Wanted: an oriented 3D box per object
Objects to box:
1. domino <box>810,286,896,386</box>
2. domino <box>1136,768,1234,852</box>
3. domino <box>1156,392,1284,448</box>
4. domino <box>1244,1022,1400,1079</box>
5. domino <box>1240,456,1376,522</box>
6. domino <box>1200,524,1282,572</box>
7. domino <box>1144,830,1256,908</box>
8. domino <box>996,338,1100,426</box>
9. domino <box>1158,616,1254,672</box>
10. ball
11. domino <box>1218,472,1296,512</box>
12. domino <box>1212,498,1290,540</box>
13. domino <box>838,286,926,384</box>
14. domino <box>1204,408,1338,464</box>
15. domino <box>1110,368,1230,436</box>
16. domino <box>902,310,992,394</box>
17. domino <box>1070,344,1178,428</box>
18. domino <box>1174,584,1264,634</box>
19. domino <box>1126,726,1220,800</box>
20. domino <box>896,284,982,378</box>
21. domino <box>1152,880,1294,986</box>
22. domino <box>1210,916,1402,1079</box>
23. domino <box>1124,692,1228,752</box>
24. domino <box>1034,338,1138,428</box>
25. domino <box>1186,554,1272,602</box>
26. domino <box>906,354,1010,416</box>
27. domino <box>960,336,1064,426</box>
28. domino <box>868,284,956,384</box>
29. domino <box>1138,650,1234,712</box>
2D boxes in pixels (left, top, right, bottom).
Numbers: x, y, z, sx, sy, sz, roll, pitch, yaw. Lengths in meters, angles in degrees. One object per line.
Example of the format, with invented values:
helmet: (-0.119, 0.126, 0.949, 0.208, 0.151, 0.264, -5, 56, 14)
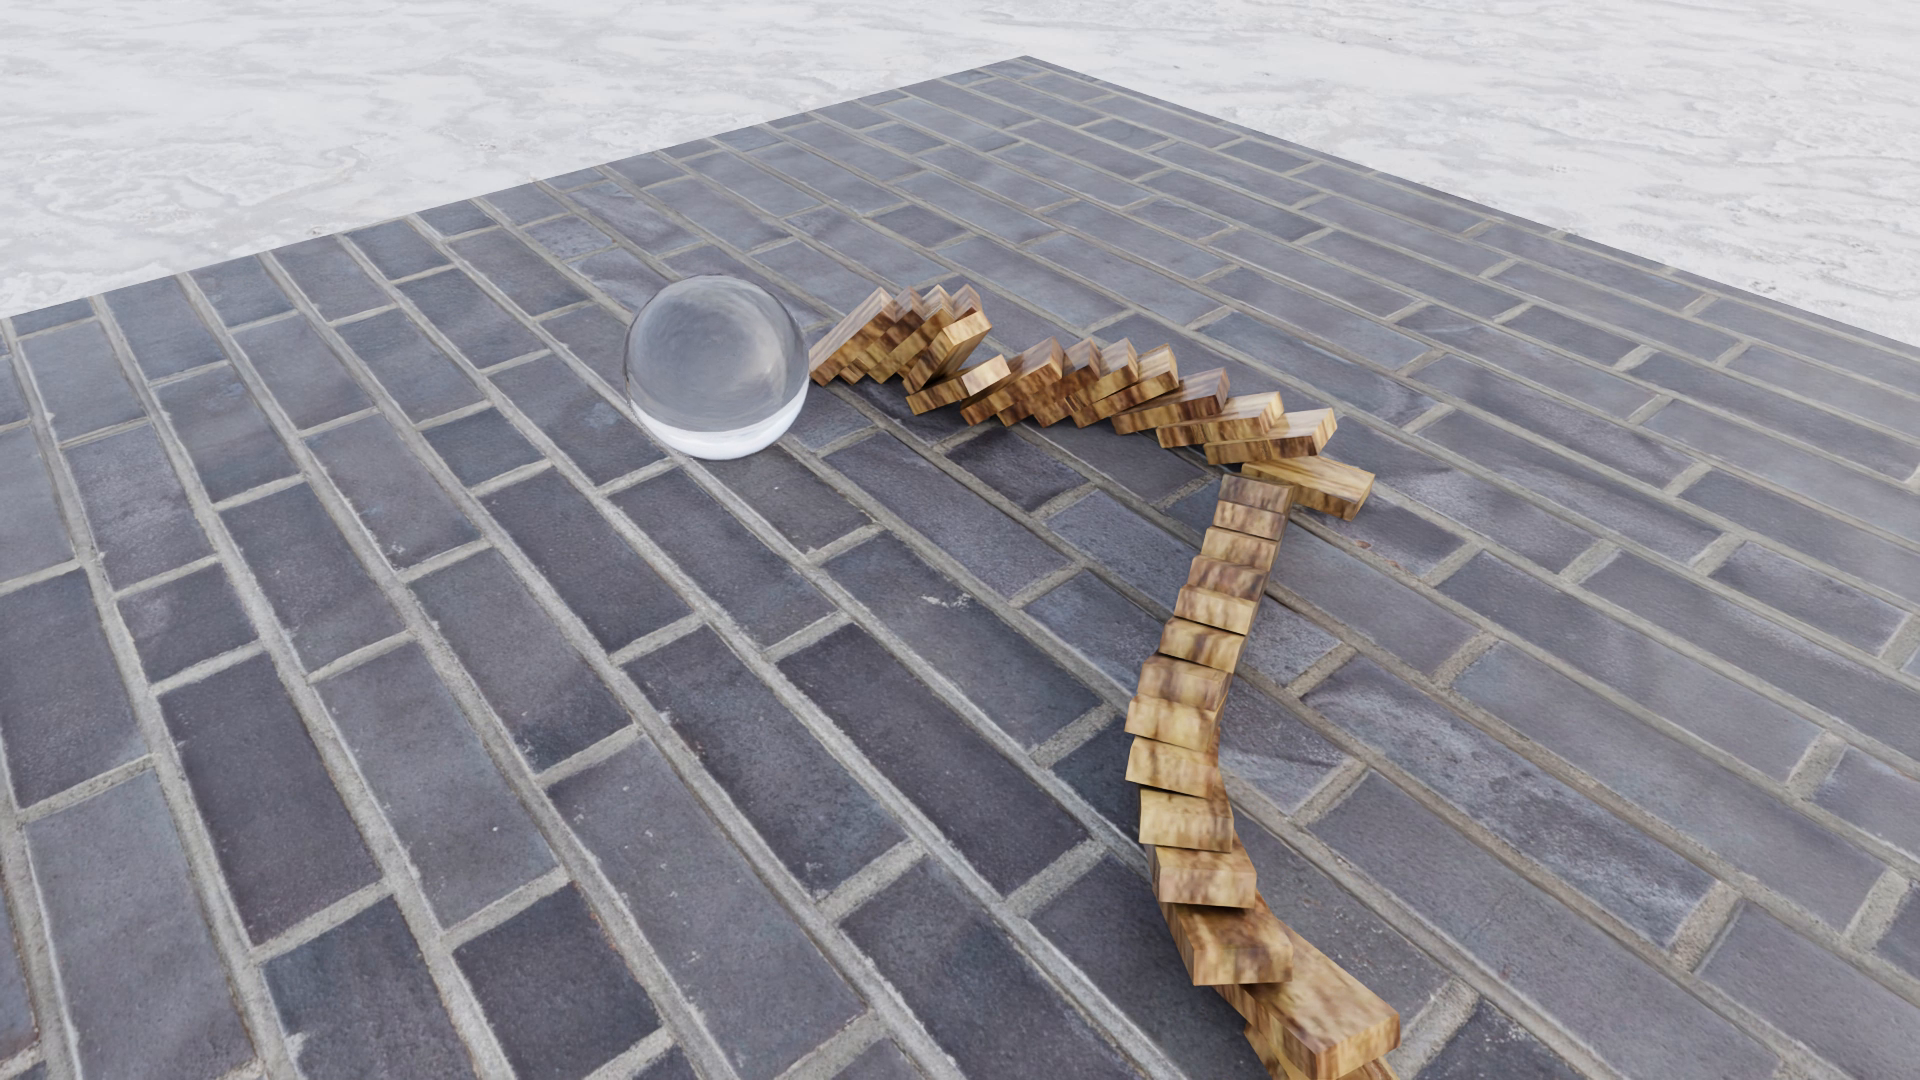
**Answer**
domino: (-0.053, -0.100, 0.541, 0.050, 0.009, 0.025, -37, 34, 22)
domino: (0.066, 0.078, 0.327, 0.025, 0.010, 0.050, 4, 5, 8)
domino: (0.116, -0.054, 0.492, 0.050, 0.009, 0.025, -3, 30, 41)
domino: (0.096, 0.139, 0.274, 0.025, 0.009, 0.050, -15, 42, -17)
domino: (0.150, -0.027, 0.476, 0.050, 0.010, 0.025, 23, 45, 25)
domino: (0.109, 0.001, 0.422, 0.025, 0.010, 0.050, 15, 10, 18)
domino: (0.067, 0.089, 0.314, 0.025, 0.009, 0.050, 3, 6, 4)
domino: (0.041, -0.073, 0.512, 0.050, 0.009, 0.025, -25, 32, 26)
domino: (0.087, 0.033, 0.384, 0.025, 0.010, 0.050, 15, 11, 18)
ball: (-0.106, -0.075, 0.479, 0.080, 0.080, 0.080, 0, 39, 0)
domino: (0.122, -0.020, 0.447, 0.025, 0.009, 0.050, 15, 9, 19)
domino: (0.116, -0.009, 0.435, 0.025, 0.009, 0.050, 15, 9, 17)
domino: (-0.039, -0.101, 0.542, 0.050, 0.010, 0.025, -37, 34, 22)
domino: (0.135, -0.045, 0.478, 0.050, 0.010, 0.025, -3, 30, 42)
domino: (0.096, -0.064, 0.505, 0.050, 0.010, 0.025, -10, 32, 30)
domino: (-0.007, -0.087, 0.521, 0.025, 0.050, 0.009, -32, 85, -33)
domino: (0.076, -0.072, 0.512, 0.050, 0.009, 0.025, -22, 33, 23)
domino: (0.094, 0.022, 0.396, 0.025, 0.009, 0.050, 15, 10, 18)
domino: (0.067, 0.066, 0.342, 0.025, 0.010, 0.050, 10, 7, 13)
domino: (-0.011, -0.102, 0.544, 0.050, 0.010, 0.025, -37, 34, 22)
domino: (0.070, 0.102, 0.300, 0.025, 0.010, 0.050, -2, 9, -2)
domino: (0.086, 0.117, 0.284, 0.025, 0.009, 0.050, -15, 16, -19)
domino: (0.071, 0.055, 0.355, 0.025, 0.010, 0.050, 12, 7, 18)
domino: (0.058, -0.073, 0.512, 0.050, 0.009, 0.025, -25, 32, 25)
domino: (0.101, 0.012, 0.409, 0.025, 0.010, 0.050, 15, 10, 18)
domino: (-0.001, -0.071, 0.507, 0.025, 0.009, 0.050, -33, 13, -29)
domino: (0.024, -0.074, 0.512, 0.050, 0.010, 0.025, -26, 31, 26)
domino: (-0.025, -0.101, 0.543, 0.050, 0.010, 0.025, -37, 34, 22)
domino: (0.077, 0.045, 0.368, 0.025, 0.009, 0.050, 13, 7, 18)
